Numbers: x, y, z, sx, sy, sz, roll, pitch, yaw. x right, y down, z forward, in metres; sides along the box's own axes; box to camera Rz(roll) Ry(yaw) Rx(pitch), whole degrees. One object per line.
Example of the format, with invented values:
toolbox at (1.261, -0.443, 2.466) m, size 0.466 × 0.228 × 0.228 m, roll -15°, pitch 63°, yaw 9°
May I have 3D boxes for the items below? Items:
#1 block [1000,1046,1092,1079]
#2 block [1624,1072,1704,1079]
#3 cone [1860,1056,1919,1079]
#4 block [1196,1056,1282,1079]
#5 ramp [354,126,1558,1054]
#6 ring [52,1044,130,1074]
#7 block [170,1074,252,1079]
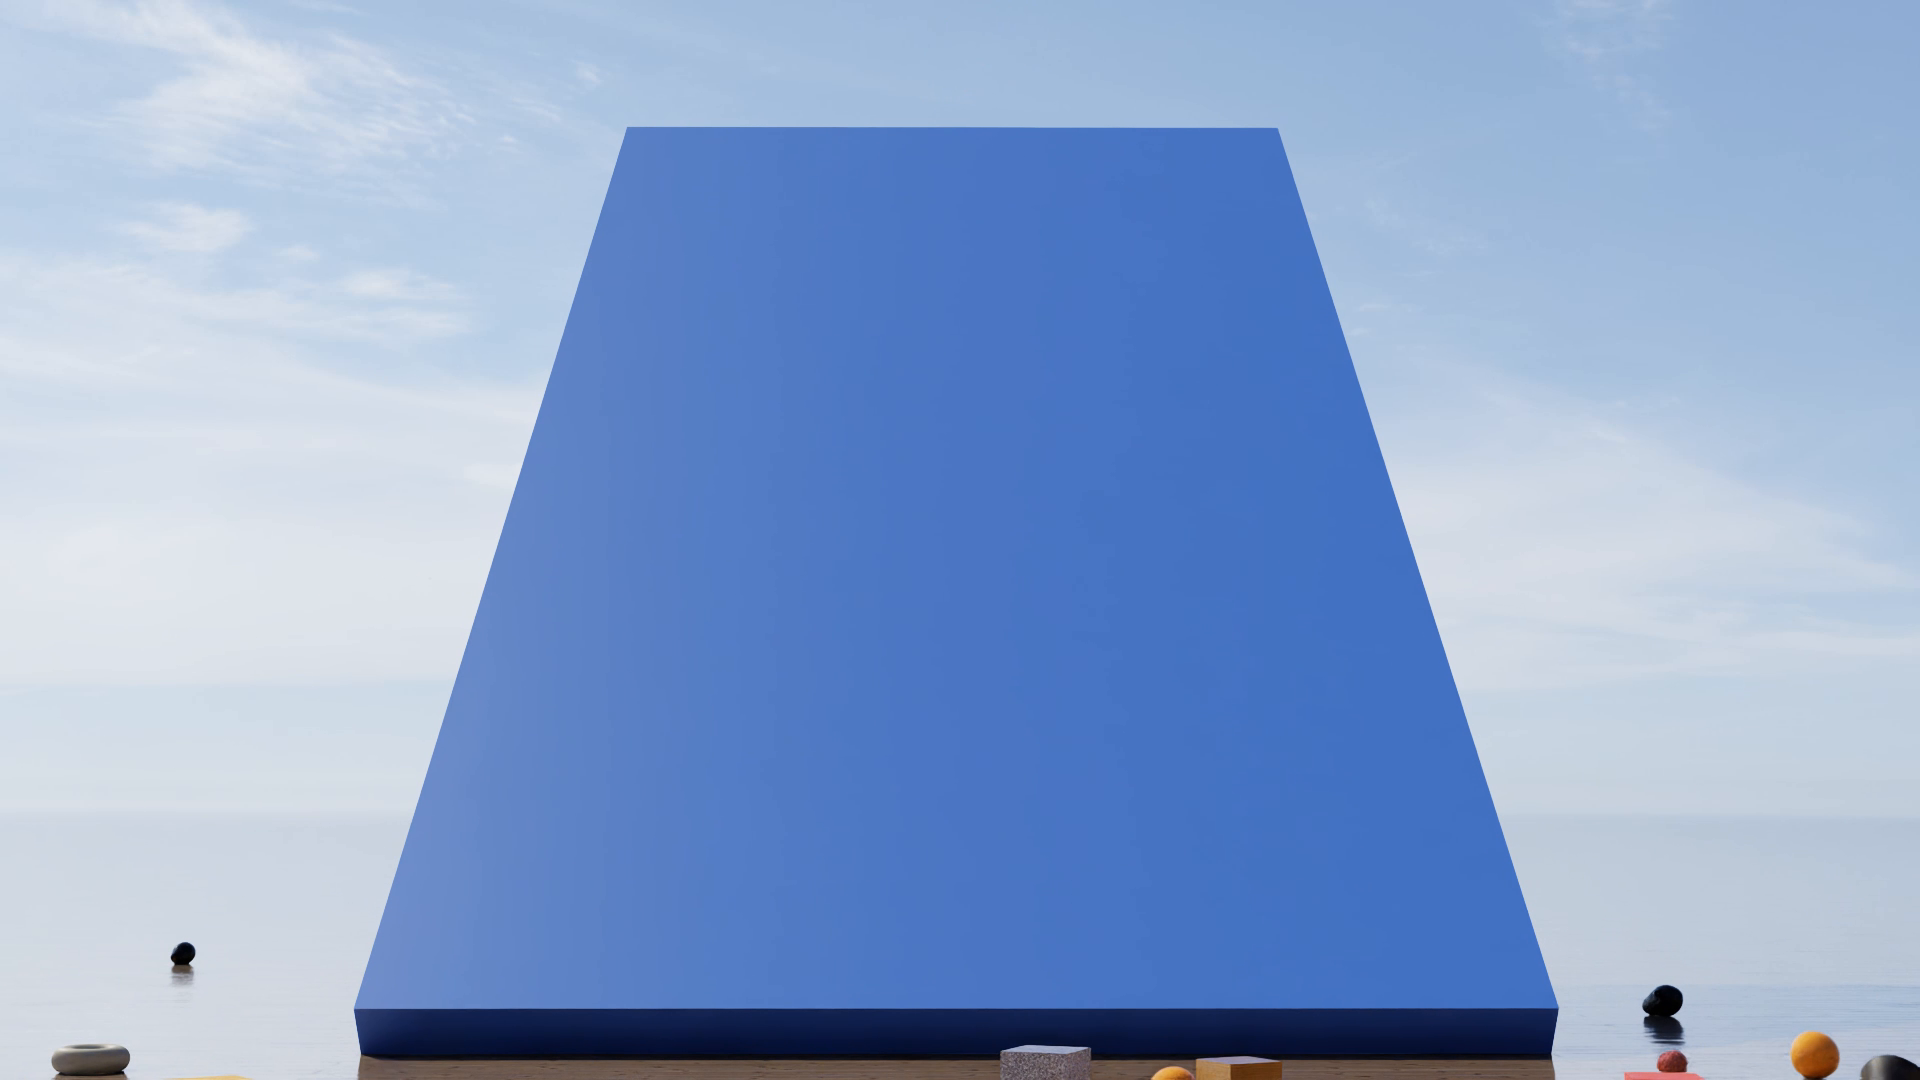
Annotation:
block at (0.113, 0.715, 3.183) m, size 0.093 × 0.093 × 0.093 m, roll -3°, pitch -7°, yaw 22°
block at (0.853, 0.691, 2.934) m, size 0.085 × 0.085 × 0.085 m, roll -1°, pitch -7°, yaw 8°
cone at (1.241, 0.749, 3.242) m, size 0.086 × 0.086 × 0.086 m, roll -4°, pitch 19°, yaw 30°
block at (0.364, 0.719, 3.165) m, size 0.080 × 0.080 × 0.080 m, roll 3°, pitch -7°, yaw -28°
ramp at (-0.014, -0.203, 5.771) m, size 2.000 × 0.100 × 4.000 m, roll 0°, pitch 31°, yaw 0°
ring at (-1.360, 0.812, 3.799) m, size 0.117 × 0.039 × 0.117 m, roll 1°, pitch -6°, yaw 0°
block at (-0.884, 0.682, 2.864) m, size 0.087 × 0.087 × 0.087 m, roll 5°, pitch -8°, yaw -37°
